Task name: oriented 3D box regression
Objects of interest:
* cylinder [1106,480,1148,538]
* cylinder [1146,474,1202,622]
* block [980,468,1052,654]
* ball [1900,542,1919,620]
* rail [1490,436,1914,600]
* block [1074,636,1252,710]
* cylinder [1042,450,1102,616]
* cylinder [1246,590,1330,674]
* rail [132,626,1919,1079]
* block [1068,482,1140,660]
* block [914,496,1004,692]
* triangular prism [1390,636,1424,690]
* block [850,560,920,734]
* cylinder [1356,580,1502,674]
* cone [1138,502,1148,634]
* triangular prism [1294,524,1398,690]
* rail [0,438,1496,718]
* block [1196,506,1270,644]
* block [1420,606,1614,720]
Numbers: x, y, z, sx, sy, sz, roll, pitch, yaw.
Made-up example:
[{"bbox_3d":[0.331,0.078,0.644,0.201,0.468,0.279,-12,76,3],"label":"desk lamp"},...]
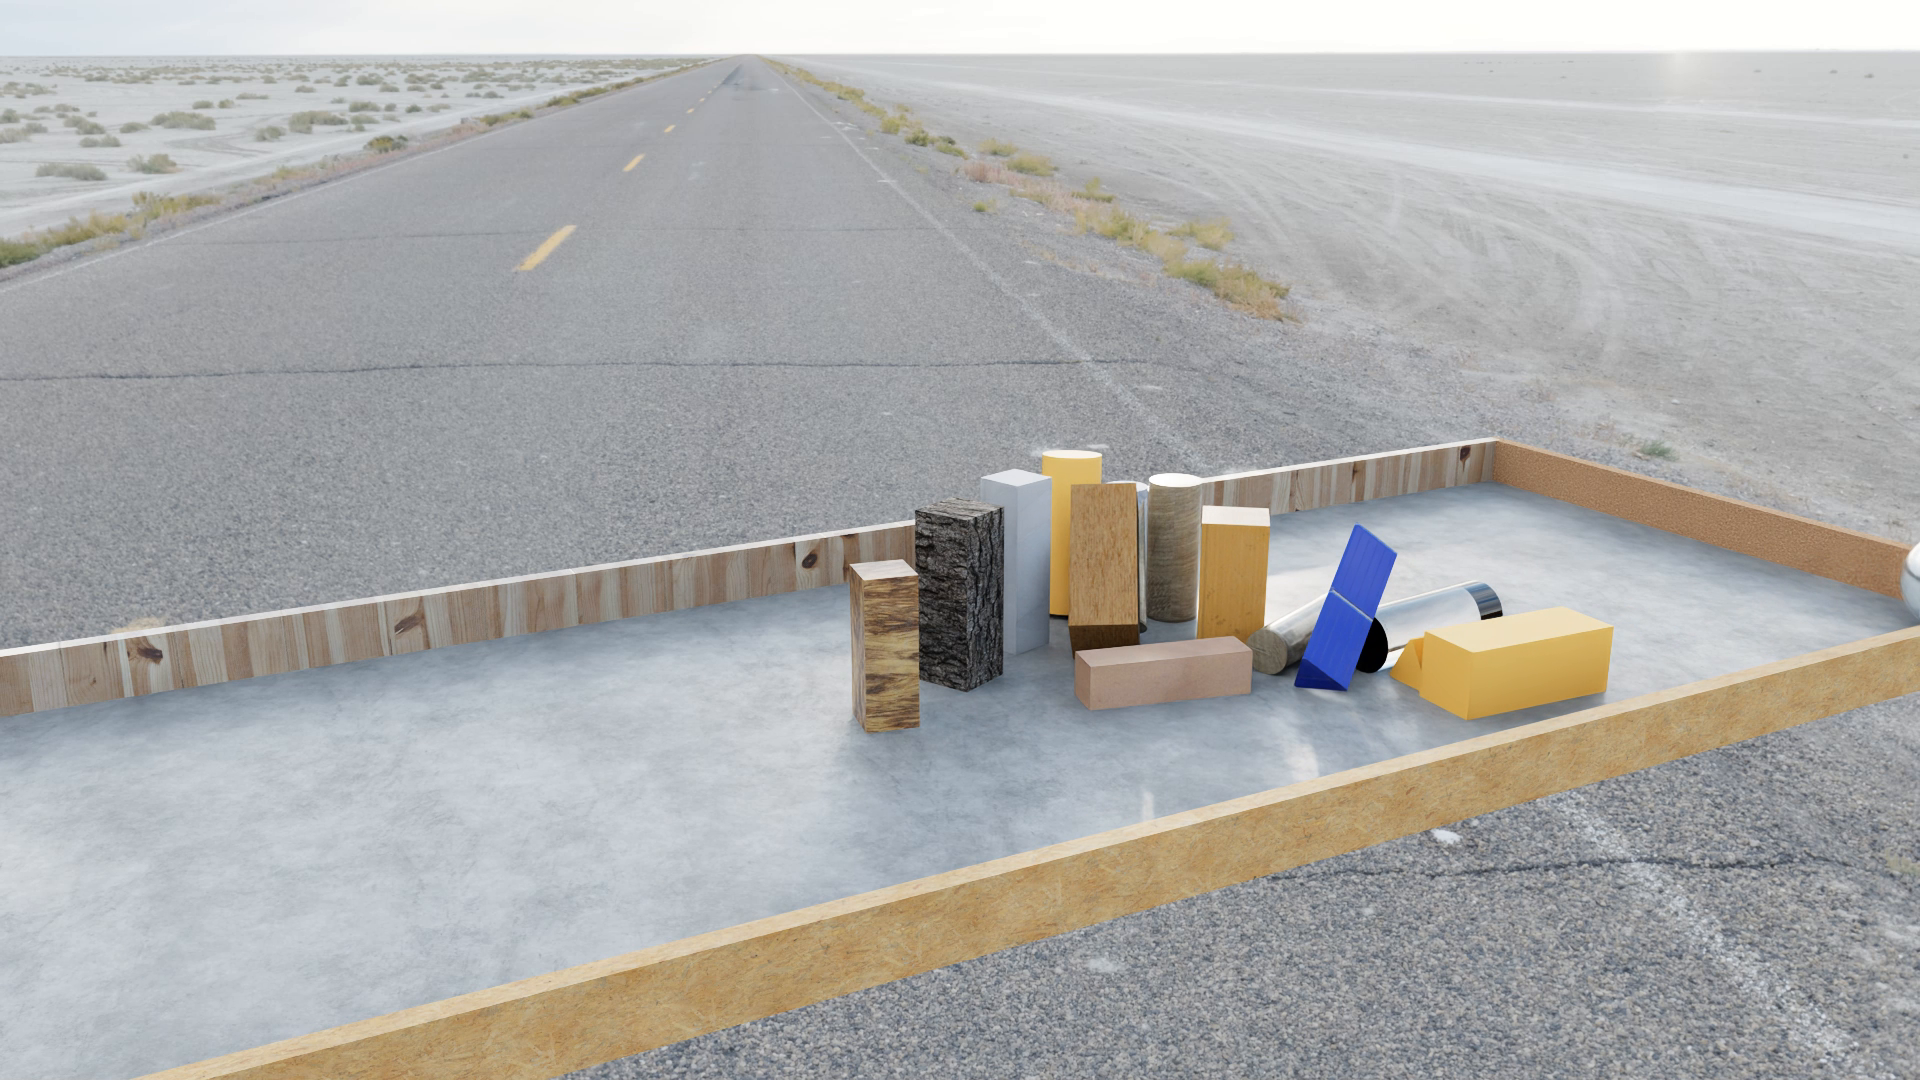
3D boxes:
[{"bbox_3d":[0.483,-0.010,4.844,0.128,0.306,0.128,0,16,0],"label":"cylinder"},{"bbox_3d":[0.593,0.022,4.587,0.147,0.390,0.147,0,16,0],"label":"cylinder"},{"bbox_3d":[0.146,0.056,4.353,0.131,0.457,0.131,16,22,42],"label":"block"},{"bbox_3d":[2.705,0.113,4.460,0.288,0.288,0.288,0,16,0],"label":"ball"},{"bbox_3d":[2.466,-0.048,5.253,0.050,0.150,2.100,-9,18,-27],"label":"rail"},{"bbox_3d":[0.500,0.325,4.051,0.420,0.112,0.112,-4,17,-15],"label":"block"},{"bbox_3d":[0.309,-0.022,4.624,0.166,0.440,0.166,1,11,0],"label":"cylinder"},{"bbox_3d":[0.907,0.237,4.341,0.118,0.118,0.424,12,20,36],"label":"cylinder"},{"bbox_3d":[-2.336,1.006,1.665,12.000,0.150,0.050,-9,18,-27],"label":"rail"},{"bbox_3d":[0.381,0.079,4.332,0.174,0.174,0.435,-2,56,8],"label":"block"},{"bbox_3d":[0.000,0.134,4.117,0.158,0.441,0.158,12,20,34],"label":"block"},{"bbox_3d":[1.306,0.277,4.191,0.417,0.119,0.137,-8,18,-25],"label":"triangular prism"},{"bbox_3d":[-0.176,0.247,3.851,0.129,0.373,0.129,-5,17,-17],"label":"block"},{"bbox_3d":[1.207,0.223,4.308,0.442,0.163,0.163,-11,20,-33],"label":"cylinder"},{"bbox_3d":[0.467,0.056,4.484,0.150,0.370,0.150,12,-20,4],"label":"cone"},{"bbox_3d":[0.951,0.160,4.136,0.141,0.122,0.435,2,51,38],"label":"triangular prism"},{"bbox_3d":[-3.305,0.497,3.399,12.000,0.150,0.050,-9,18,-27],"label":"rail"},{"bbox_3d":[0.718,0.108,4.350,0.172,0.358,0.172,3,17,8],"label":"block"},{"bbox_3d":[1.364,0.297,4.043,0.441,0.170,0.170,-7,18,-24],"label":"block"}]
